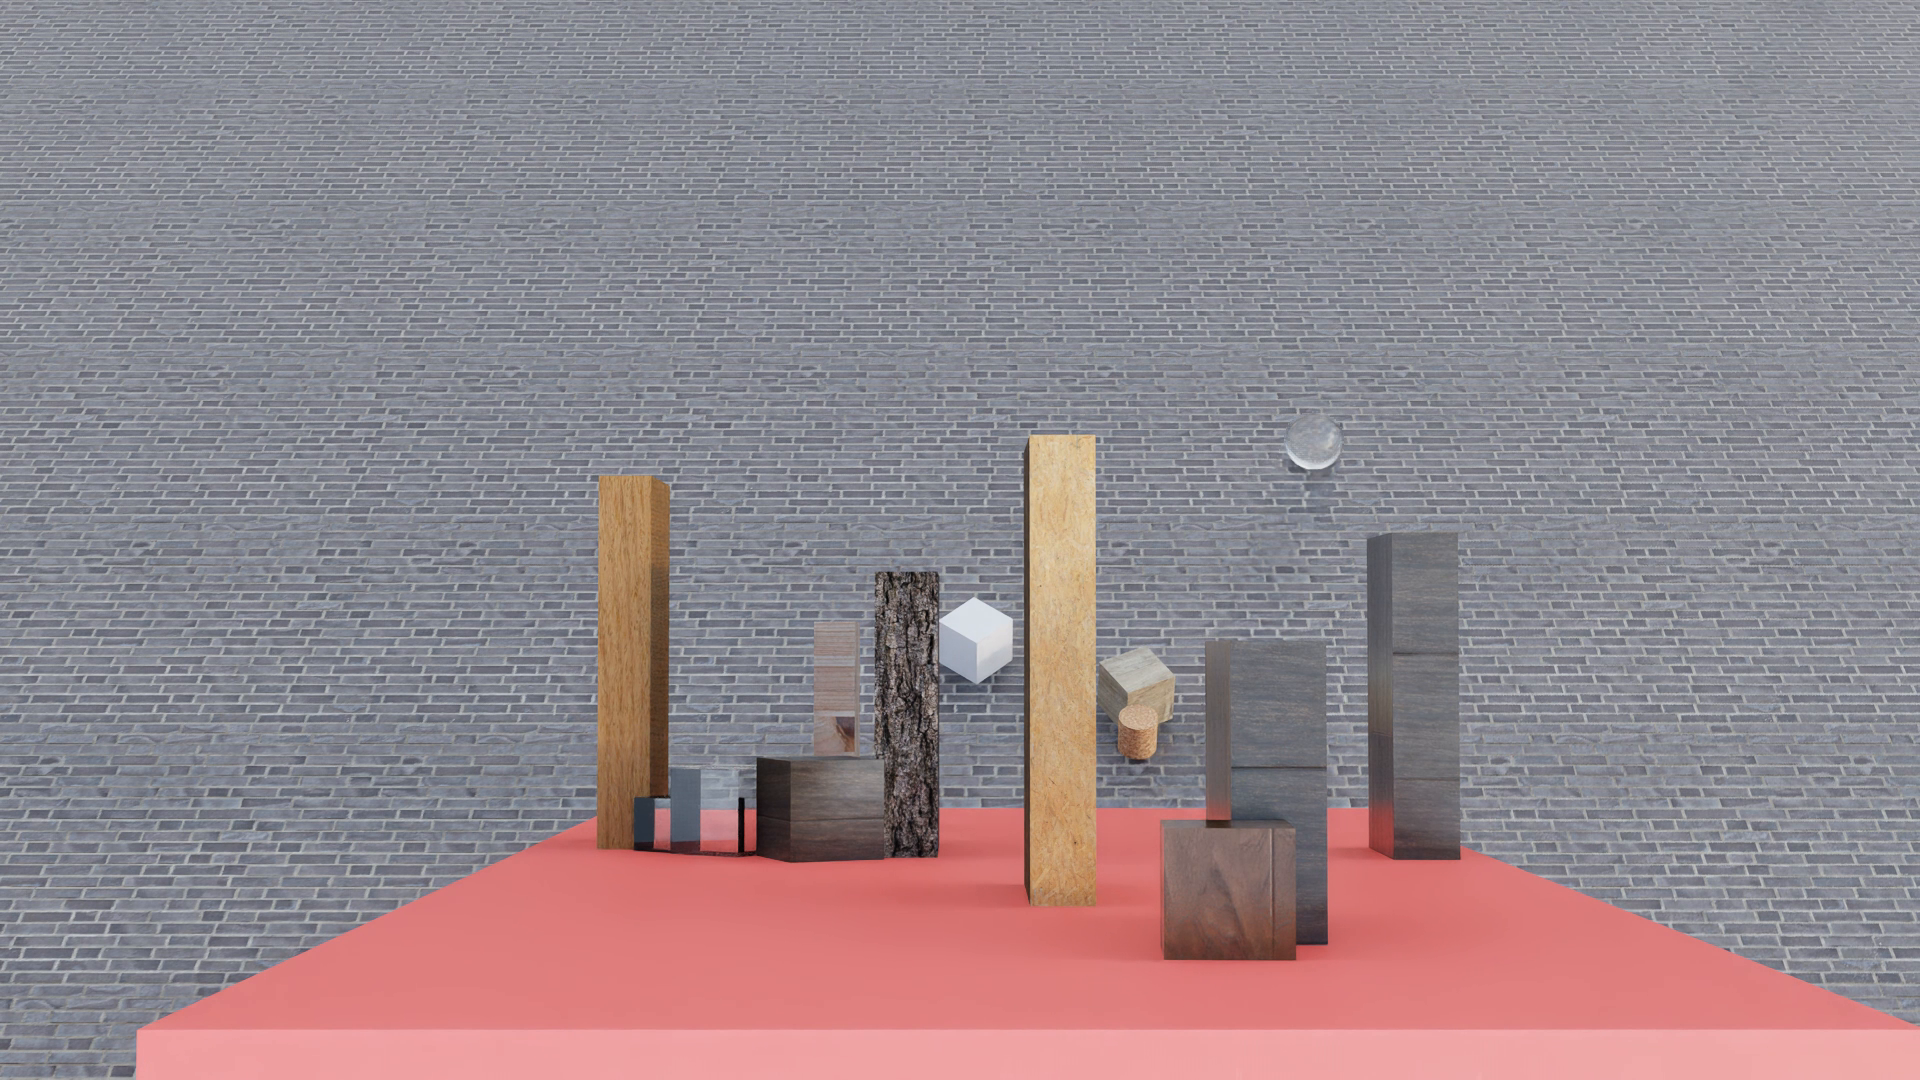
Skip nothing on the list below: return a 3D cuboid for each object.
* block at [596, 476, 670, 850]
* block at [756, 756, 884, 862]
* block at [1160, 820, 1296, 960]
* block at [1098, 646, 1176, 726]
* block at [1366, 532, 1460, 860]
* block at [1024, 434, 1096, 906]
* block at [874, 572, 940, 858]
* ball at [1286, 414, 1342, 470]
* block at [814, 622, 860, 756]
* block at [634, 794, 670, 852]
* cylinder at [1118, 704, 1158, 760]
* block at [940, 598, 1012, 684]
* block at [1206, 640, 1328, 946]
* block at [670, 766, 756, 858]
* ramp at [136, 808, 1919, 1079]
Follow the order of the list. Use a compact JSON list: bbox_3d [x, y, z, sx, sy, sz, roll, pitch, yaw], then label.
[{"bbox_3d":[-0.712,0.266,5.690,0.111,0.792,0.353,0,-2,0],"label":"block"},{"bbox_3d":[-0.285,0.545,5.289,0.201,0.201,0.201,1,-3,-24],"label":"block"},{"bbox_3d":[0.373,0.488,3.643,0.180,0.180,0.180,0,-2,3],"label":"block"},{"bbox_3d":[0.494,0.422,7.296,0.154,0.154,0.154,-18,40,-22],"label":"block"},{"bbox_3d":[0.939,0.320,5.397,0.134,0.659,0.321,0,-2,0],"label":"block"},{"bbox_3d":[0.170,0.223,4.506,0.109,0.780,0.403,0,-2,0],"label":"block"},{"bbox_3d":[-0.110,0.362,5.481,0.129,0.581,0.370,0,-2,0],"label":"block"},{"bbox_3d":[1.126,-0.311,8.268,0.178,0.178,0.178,0,36,0],"label":"ball"},{"bbox_3d":[-0.291,0.438,6.176,0.095,0.487,0.303,0,-2,0],"label":"block"},{"bbox_3d":[-0.607,0.597,5.473,0.112,0.112,0.112,-2,-3,33],"label":"block"},{"bbox_3d":[0.491,0.530,7.188,0.108,0.108,0.108,0,36,0],"label":"cylinder"},{"bbox_3d":[0.044,0.289,7.478,0.151,0.151,0.151,29,45,33],"label":"block"},{"bbox_3d":[0.459,0.371,3.931,0.138,0.437,0.384,0,-2,0],"label":"block"},{"bbox_3d":[-0.478,0.562,5.409,0.176,0.176,0.176,-2,-3,33],"label":"block"},{"bbox_3d":[0.080,0.680,4.902,2.000,0.100,4.000,0,-2,0],"label":"ramp"}]
